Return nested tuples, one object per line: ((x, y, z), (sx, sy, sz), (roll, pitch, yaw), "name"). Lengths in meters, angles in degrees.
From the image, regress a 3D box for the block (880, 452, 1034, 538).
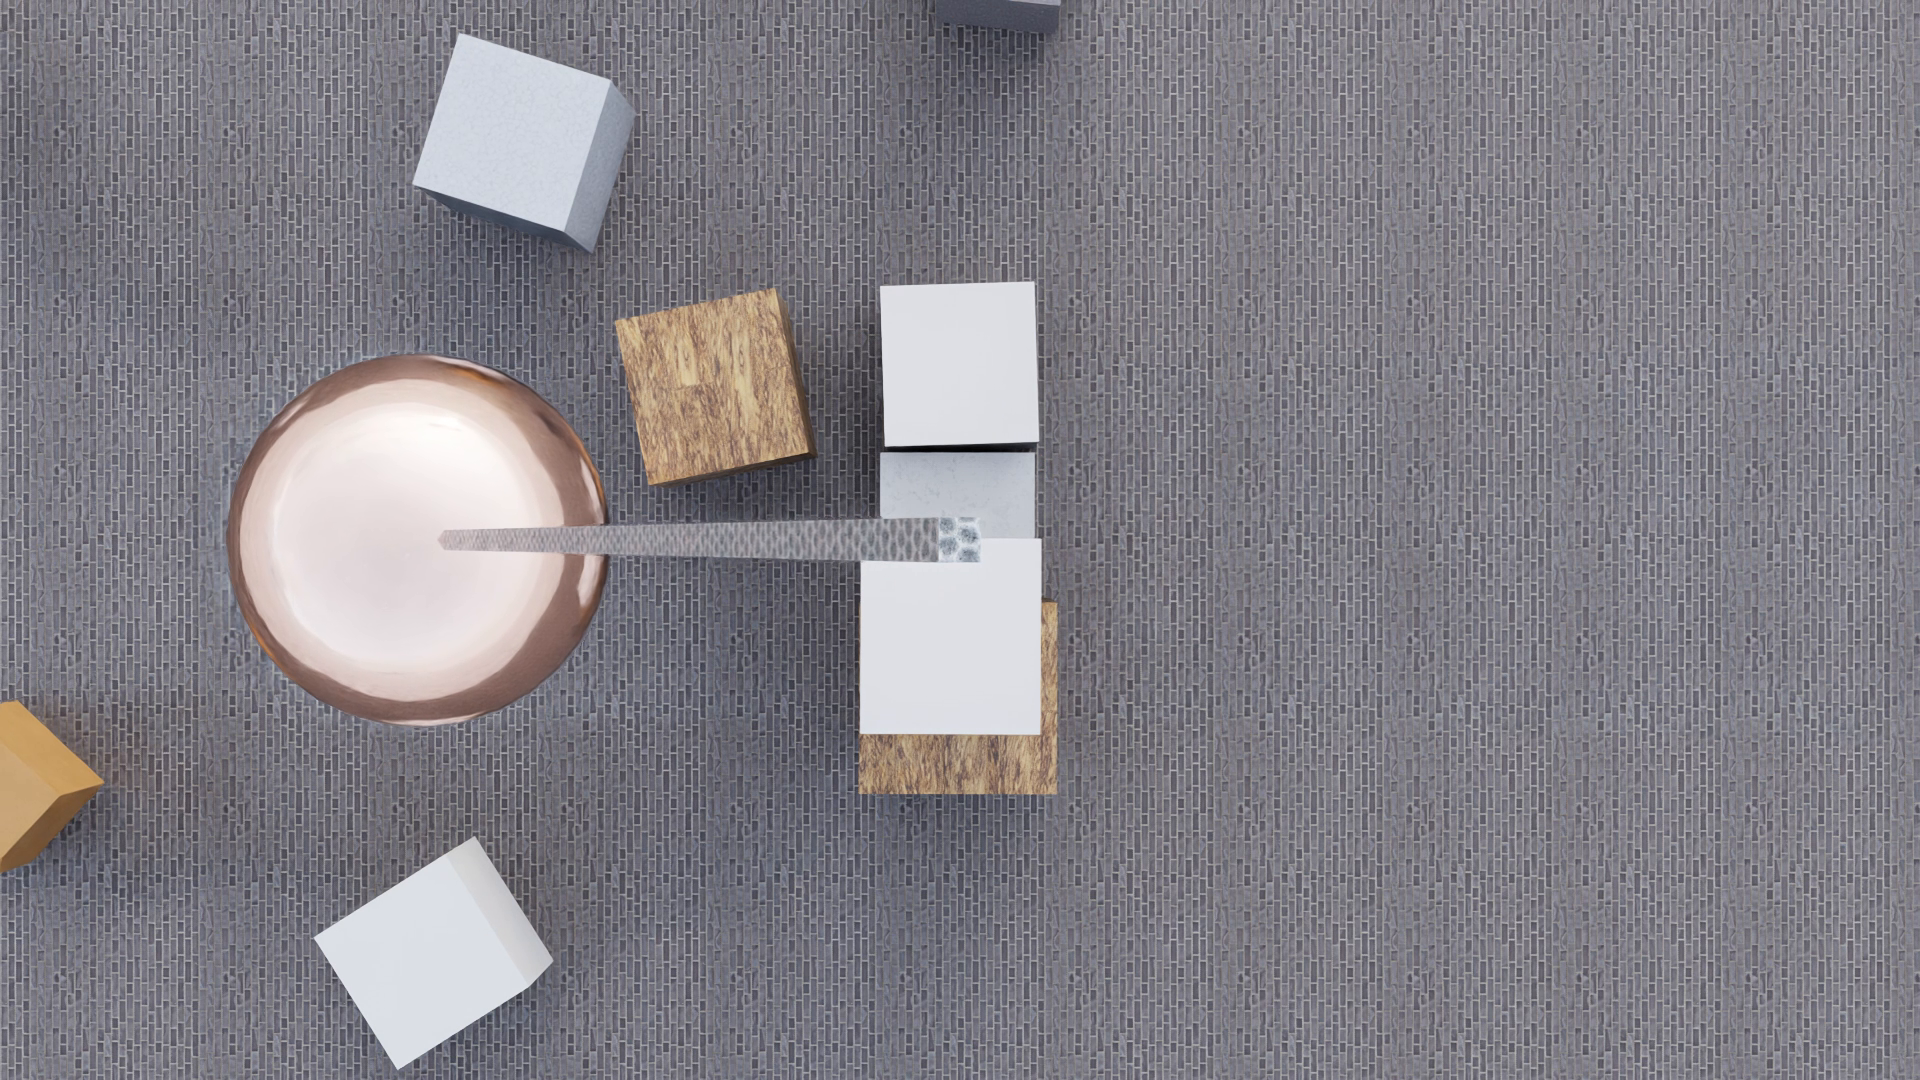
((-0.014, -0.078, 12.638), (0.861, 0.724, 0.819), (0, 90, 0), "block")

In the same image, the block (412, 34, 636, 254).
((-2.459, -2.236, 12.529), (0.871, 0.942, 0.870), (17, 90, 0), "block")

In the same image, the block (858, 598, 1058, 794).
((-0.011, 0.858, 12.458), (1.074, 1.084, 1.037), (0, 90, 0), "block")

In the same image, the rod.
((-0.997, 0.000, 6.276), (0.080, 5.200, 0.080), (0, 90, -23), "rod")

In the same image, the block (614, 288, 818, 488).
((-1.373, -0.849, 12.582), (0.904, 0.835, 0.929), (-12, 90, 0), "block")

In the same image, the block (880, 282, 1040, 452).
((-0.002, -0.970, 12.552), (0.848, 0.896, 0.881), (-2, 90, 0), "block")

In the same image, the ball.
((-2.301, 0.000, 9.416), (1.600, 1.600, 1.600), (0, 90, 0), "ball")

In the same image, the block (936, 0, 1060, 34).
((0.248, -3.366, 12.655), (0.702, 0.690, 0.681), (6, 90, 0), "block")

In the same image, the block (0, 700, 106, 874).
((-5.535, 1.429, 12.671), (0.714, 0.658, 0.648), (43, 90, 0), "block")

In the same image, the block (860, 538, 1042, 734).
((-0.045, 0.473, 11.359), (0.884, 1.113, 0.962), (0, 90, 0), "block")

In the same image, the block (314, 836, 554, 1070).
((-2.999, 2.350, 12.622), (0.865, 0.756, 0.873), (-32, 90, 0), "block")
